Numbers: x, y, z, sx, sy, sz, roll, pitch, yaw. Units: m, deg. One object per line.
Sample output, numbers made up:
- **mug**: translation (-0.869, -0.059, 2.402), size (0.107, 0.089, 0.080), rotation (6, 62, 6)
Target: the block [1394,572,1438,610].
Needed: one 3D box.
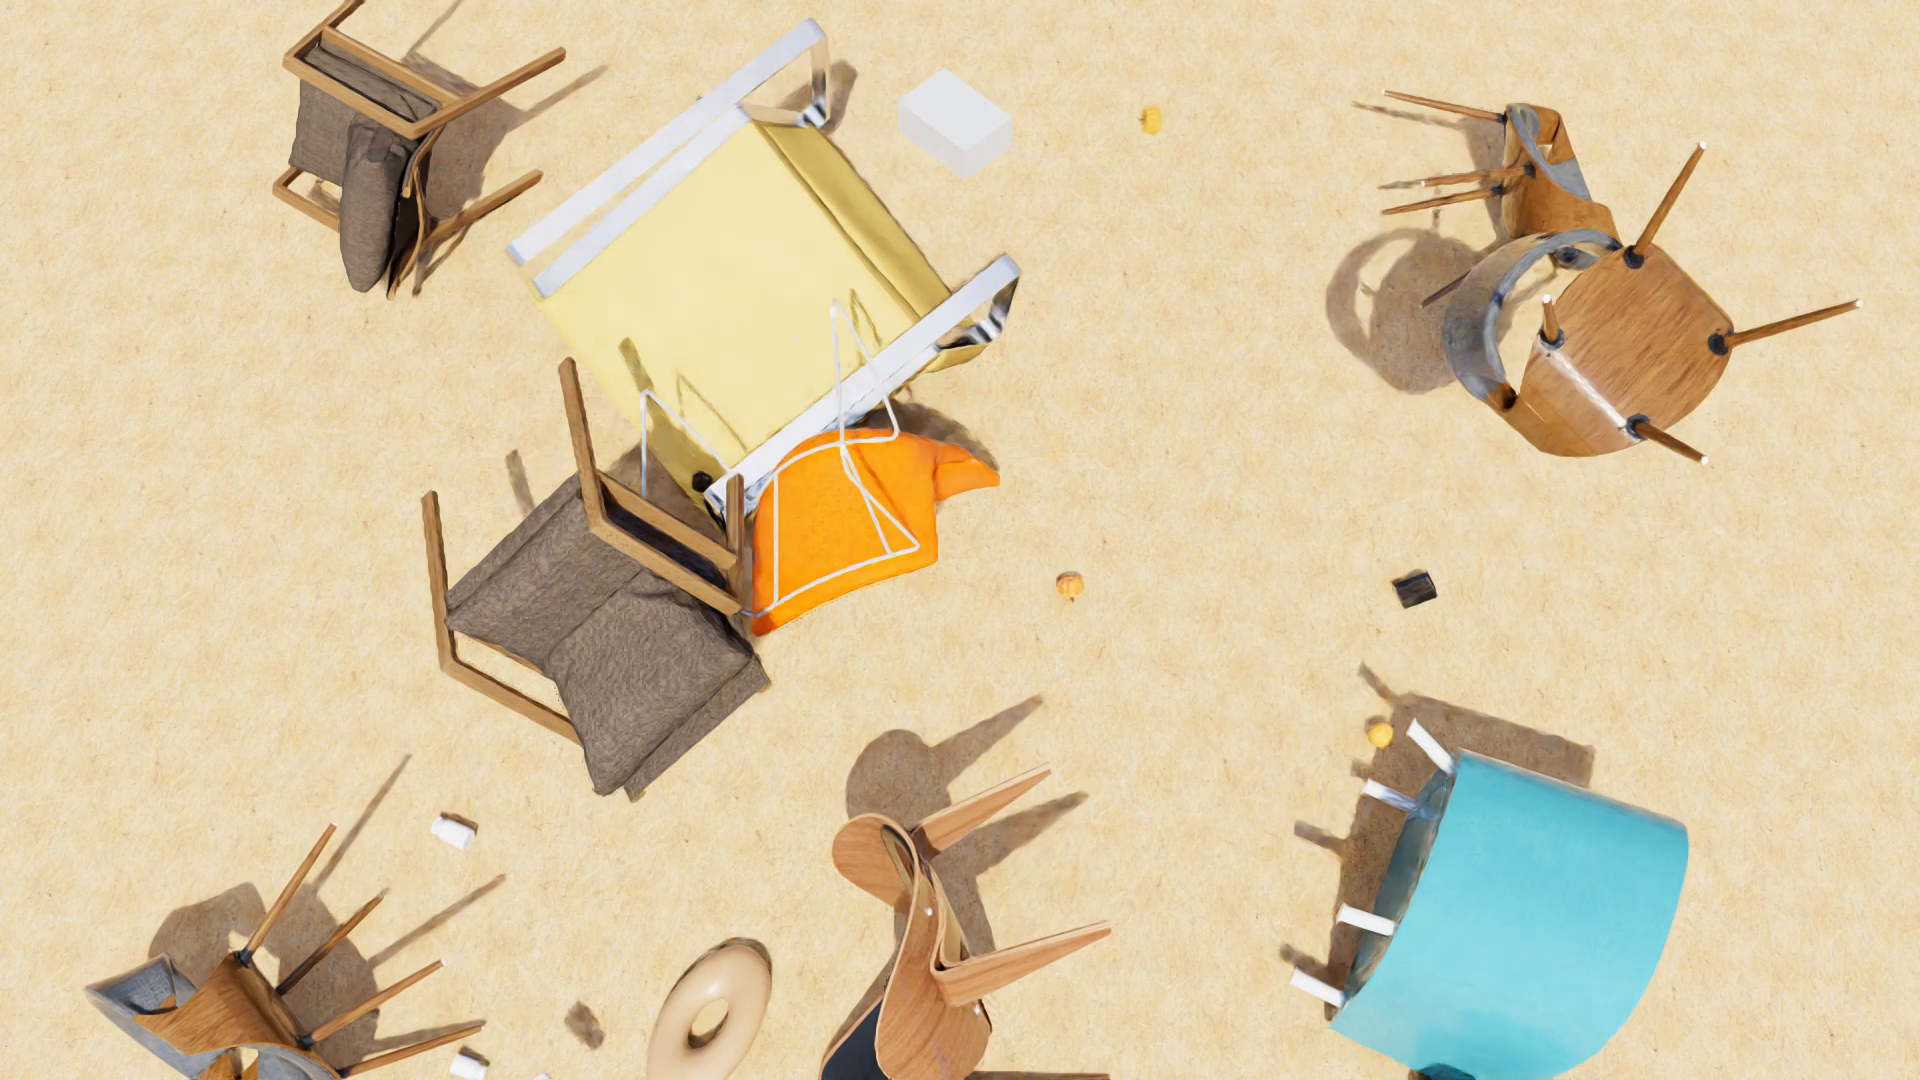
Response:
- **block**: translation (1.331, 0.148, 6.427), size (0.105, 0.045, 0.066), rotation (-21, 48, 3)

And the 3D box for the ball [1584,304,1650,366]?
- **ball**: translation (1.995, -0.622, 6.679), size (0.191, 0.191, 0.191), rotation (0, 56, 0)

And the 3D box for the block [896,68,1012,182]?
- **block**: translation (-0.019, -1.405, 7.430), size (0.223, 0.144, 0.326), rotation (-39, 64, -23)

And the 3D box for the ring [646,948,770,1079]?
- **ring**: translation (-0.649, 1.247, 5.668), size (0.270, 0.083, 0.465), rotation (14, 55, 23)

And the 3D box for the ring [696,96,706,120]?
- **ring**: translation (-0.885, -1.476, 7.507), size (0.024, 0.096, 0.071), rotation (-3, 63, 2)
